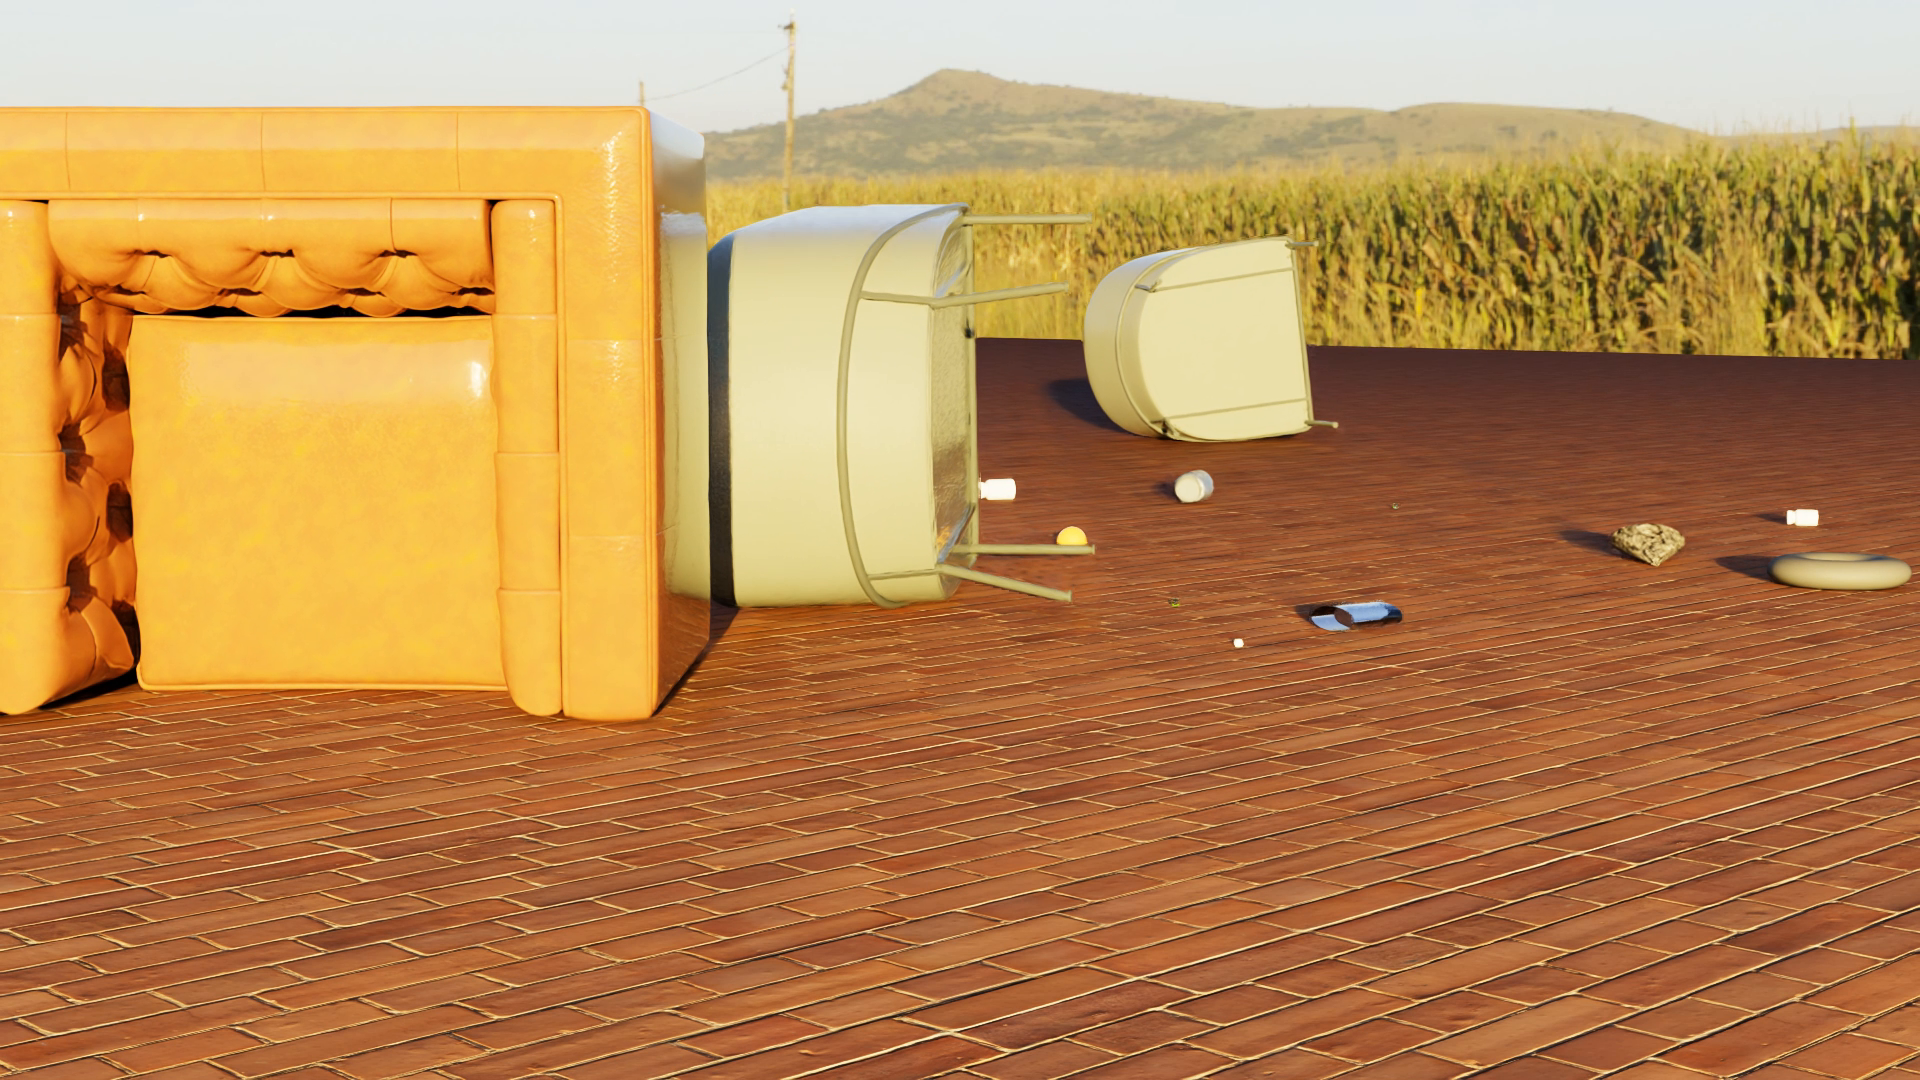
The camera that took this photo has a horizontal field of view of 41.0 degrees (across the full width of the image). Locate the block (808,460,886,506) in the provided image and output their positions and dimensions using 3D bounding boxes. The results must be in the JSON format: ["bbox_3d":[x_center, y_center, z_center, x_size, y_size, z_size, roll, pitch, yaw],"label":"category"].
[{"bbox_3d":[-0.330,-0.167,7.486,0.173,0.112,0.213,1,6,14],"label":"block"}]

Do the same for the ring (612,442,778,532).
[{"bbox_3d":[-0.693,-0.137,6.723,0.441,0.105,0.373,-11,32,-9],"label":"ring"}]

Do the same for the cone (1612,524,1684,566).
[{"bbox_3d":[1.592,0.032,5.898,0.167,0.088,0.163,3,21,7],"label":"cone"}]

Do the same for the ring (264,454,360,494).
[{"bbox_3d":[-1.986,-0.202,7.866,0.235,0.105,0.405,0,6,16],"label":"ring"}]

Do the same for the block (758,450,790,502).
[{"bbox_3d":[-0.630,-0.187,7.565,0.174,0.136,0.262,2,6,19],"label":"block"}]

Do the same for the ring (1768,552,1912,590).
[{"bbox_3d":[1.875,0.066,5.473,0.295,0.062,0.275,2,6,28],"label":"ring"}]
